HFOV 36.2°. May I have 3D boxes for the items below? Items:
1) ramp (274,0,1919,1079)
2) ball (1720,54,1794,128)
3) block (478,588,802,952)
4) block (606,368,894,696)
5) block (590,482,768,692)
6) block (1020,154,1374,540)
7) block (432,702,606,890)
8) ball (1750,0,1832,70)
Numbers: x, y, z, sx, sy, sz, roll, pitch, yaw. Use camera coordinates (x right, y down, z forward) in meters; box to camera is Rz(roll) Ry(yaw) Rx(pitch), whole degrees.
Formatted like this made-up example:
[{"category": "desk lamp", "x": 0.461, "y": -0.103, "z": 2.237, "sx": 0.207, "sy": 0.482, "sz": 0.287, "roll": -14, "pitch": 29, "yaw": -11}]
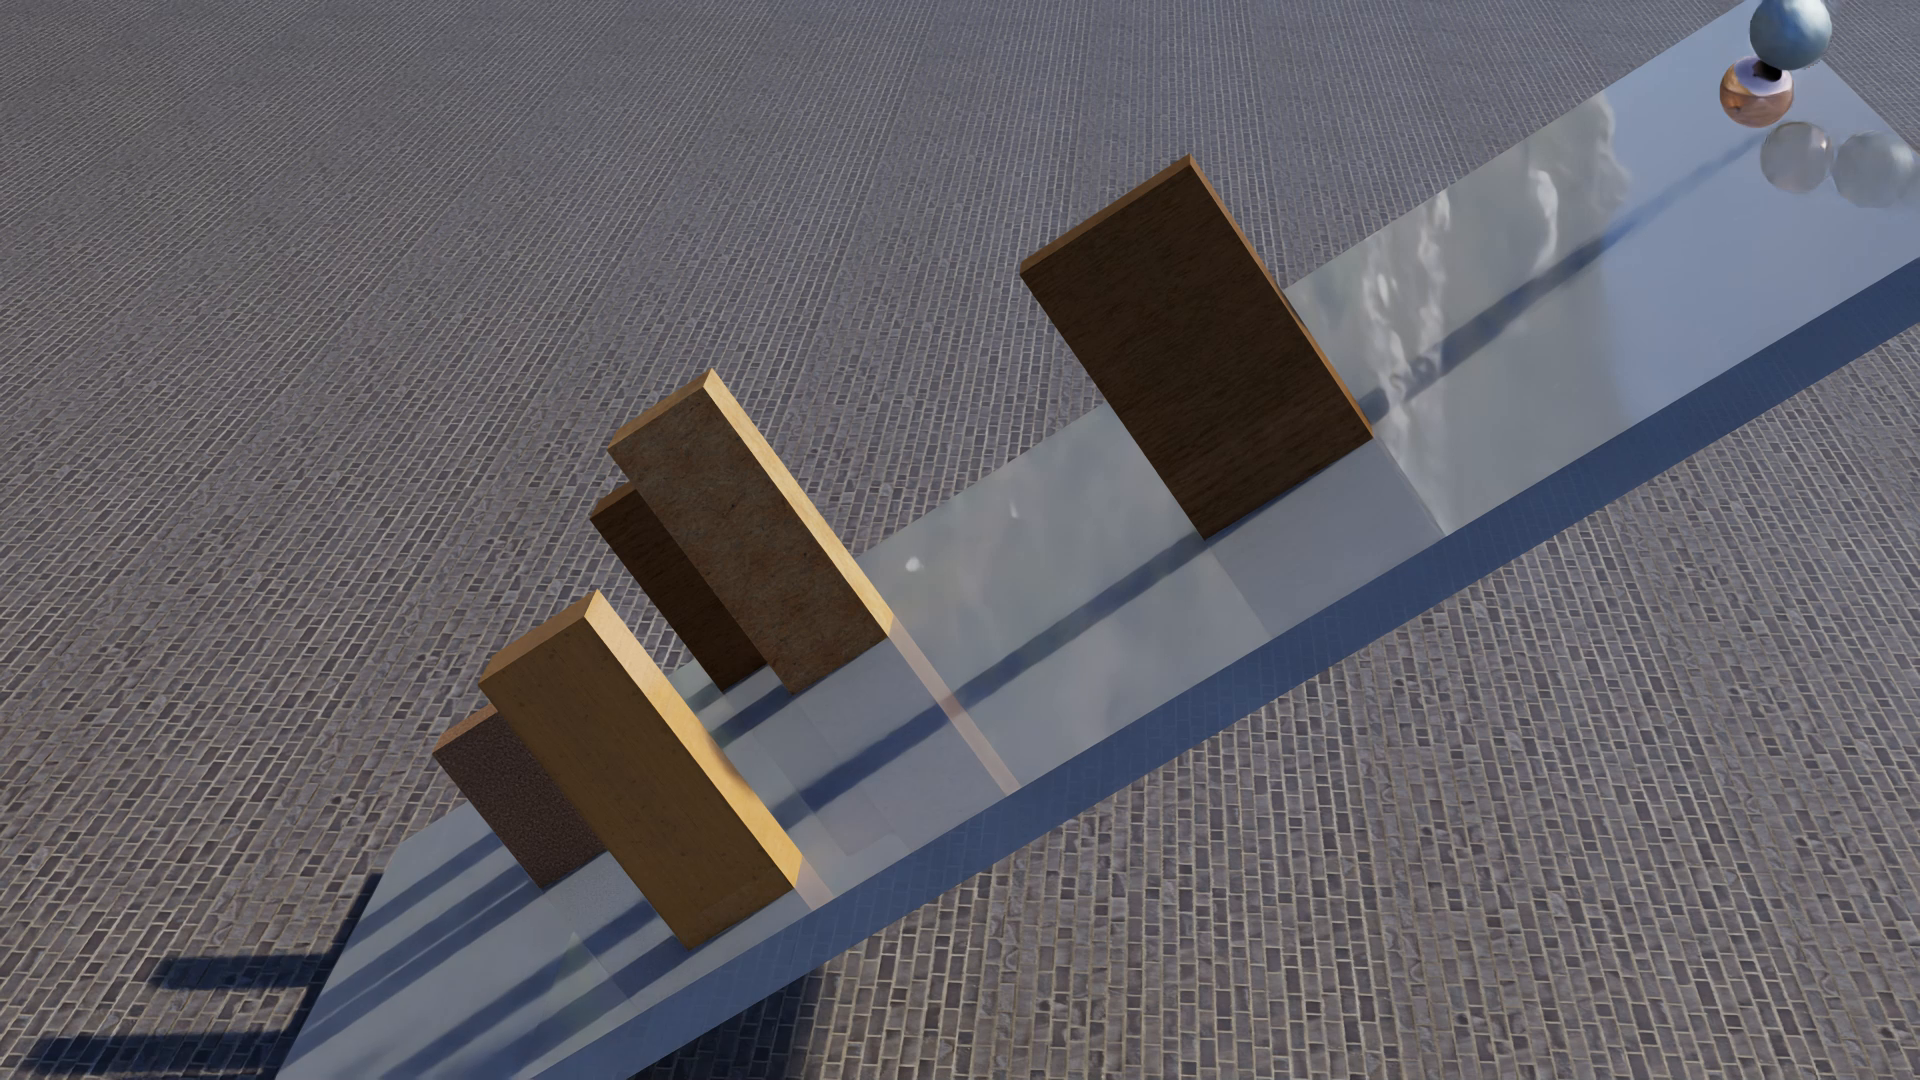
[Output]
[{"category": "ramp", "x": 0.137, "y": 0.173, "z": 6.302, "sx": 4.000, "sy": 0.100, "sz": 2.000, "roll": -32, "pitch": 16, "yaw": 15}, {"category": "ball", "x": 1.585, "y": -0.893, "z": 5.851, "sx": 0.145, "sy": 0.145, "sz": 0.145, "roll": 0, "pitch": 21, "yaw": 0}, {"category": "block", "x": -0.606, "y": 0.443, "z": 5.628, "sx": 0.254, "sy": 0.671, "sz": 0.137, "roll": -32, "pitch": 16, "yaw": 15}, {"category": "block", "x": -0.467, "y": -0.015, "z": 6.627, "sx": 0.267, "sy": 0.708, "sz": 0.137, "roll": -32, "pitch": 16, "yaw": 15}, {"category": "block", "x": -0.602, "y": 0.062, "z": 7.030, "sx": 0.288, "sy": 0.530, "sz": 0.127, "roll": -32, "pitch": 16, "yaw": 15}, {"category": "block", "x": 0.466, "y": -0.374, "z": 5.774, "sx": 0.394, "sy": 0.658, "sz": 0.093, "roll": -32, "pitch": 16, "yaw": 15}, {"category": "block", "x": -0.933, "y": 0.536, "z": 6.576, "sx": 0.294, "sy": 0.401, "sz": 0.106, "roll": -32, "pitch": 16, "yaw": 15}, {"category": "ball", "x": 1.623, "y": -0.997, "z": 5.750, "sx": 0.155, "sy": 0.155, "sz": 0.155, "roll": 0, "pitch": 21, "yaw": 0}]
